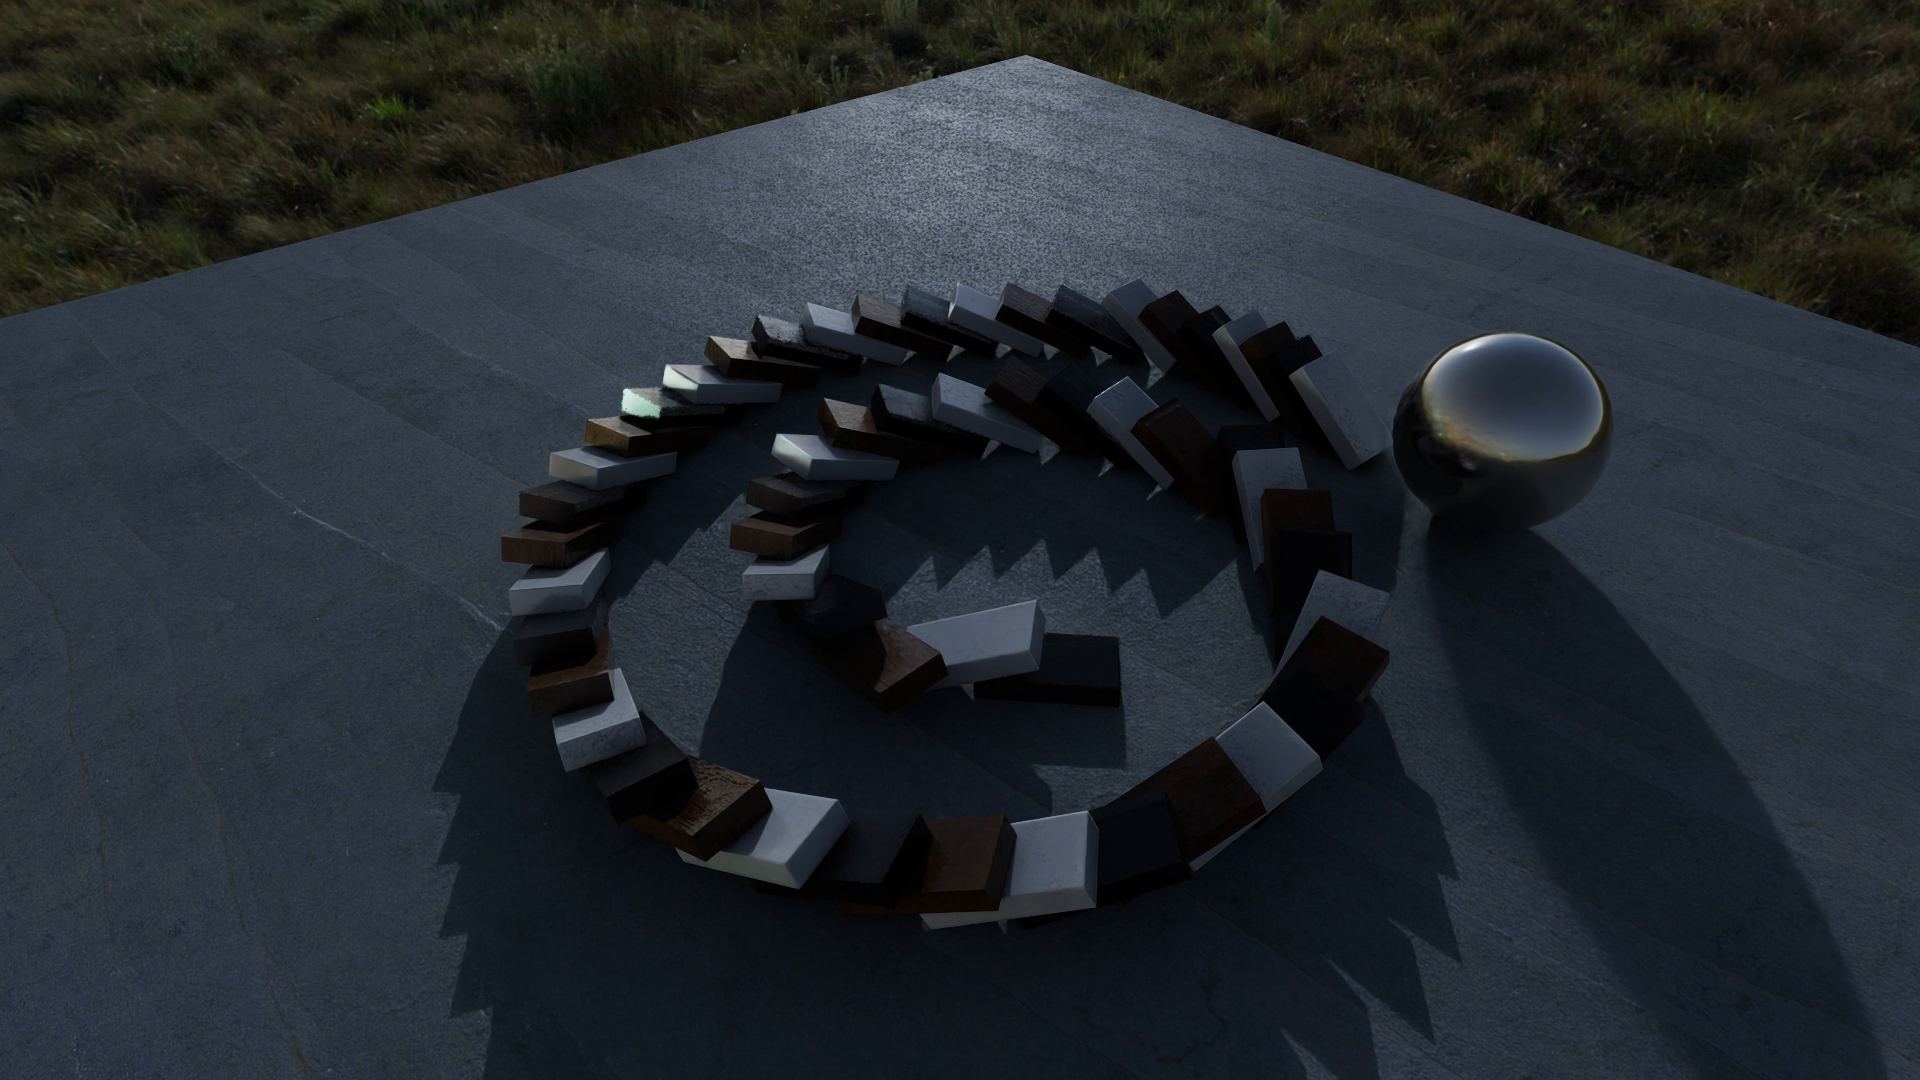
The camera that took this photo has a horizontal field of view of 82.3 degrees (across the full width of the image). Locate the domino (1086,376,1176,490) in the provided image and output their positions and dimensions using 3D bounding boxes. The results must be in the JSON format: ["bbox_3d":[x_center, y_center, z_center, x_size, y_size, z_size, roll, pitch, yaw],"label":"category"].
[{"bbox_3d":[0.082,-0.048,0.485,0.050,0.010,0.025,47,53,12],"label":"domino"}]

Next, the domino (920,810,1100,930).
[{"bbox_3d":[0.014,0.094,0.313,0.050,0.010,0.025,-15,35,21],"label":"domino"}]

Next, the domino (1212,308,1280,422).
[{"bbox_3d":[0.144,-0.083,0.523,0.025,0.009,0.050,-27,83,-29],"label":"domino"}]

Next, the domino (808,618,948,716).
[{"bbox_3d":[-0.029,0.040,0.381,0.025,0.010,0.050,-32,32,-24],"label":"domino"}]

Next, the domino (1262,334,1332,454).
[{"bbox_3d":[0.162,-0.067,0.503,0.025,0.010,0.050,-27,84,-29],"label":"domino"}]

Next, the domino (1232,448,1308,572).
[{"bbox_3d":[0.127,-0.012,0.440,0.025,0.010,0.050,-3,65,-3],"label":"domino"}]

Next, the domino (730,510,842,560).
[{"bbox_3d":[-0.067,-0.004,0.432,0.025,0.010,0.050,11,15,14],"label":"domino"}]

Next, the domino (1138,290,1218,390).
[{"bbox_3d":[0.115,-0.100,0.549,0.025,0.010,0.050,-31,75,-34],"label":"domino"}]

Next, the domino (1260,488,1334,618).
[{"bbox_3d":[0.130,0.005,0.421,0.025,0.009,0.050,2,65,2],"label":"domino"}]

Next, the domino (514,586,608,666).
[{"bbox_3d":[-0.141,0.030,0.392,0.025,0.010,0.050,-9,16,-11],"label":"domino"}]

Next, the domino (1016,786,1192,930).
[{"bbox_3d":[0.039,0.091,0.316,0.050,0.009,0.025,-22,38,13],"label":"domino"}]

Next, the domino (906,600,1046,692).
[{"bbox_3d":[0.004,0.037,0.383,0.050,0.010,0.025,-13,36,20],"label":"domino"}]

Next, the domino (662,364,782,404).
[{"bbox_3d":[-0.111,-0.073,0.518,0.025,0.009,0.050,31,24,32],"label":"domino"}]

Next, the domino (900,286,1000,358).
[{"bbox_3d":[-0.005,-0.112,0.565,0.050,0.010,0.025,18,36,-16],"label":"domino"}]

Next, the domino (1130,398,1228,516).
[{"bbox_3d":[0.100,-0.036,0.472,0.025,0.010,0.050,-31,74,-32],"label":"domino"}]

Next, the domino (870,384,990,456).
[{"bbox_3d":[-0.013,-0.054,0.493,0.050,0.010,0.025,12,33,-25],"label":"domino"}]

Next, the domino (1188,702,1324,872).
[{"bbox_3d":[0.083,0.075,0.336,0.050,0.010,0.025,-37,47,-5],"label":"domino"}]

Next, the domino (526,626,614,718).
[{"bbox_3d":[-0.132,0.044,0.374,0.025,0.009,0.050,-12,17,-14],"label":"domino"}]

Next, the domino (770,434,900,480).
[{"bbox_3d":[-0.053,-0.035,0.469,0.025,0.010,0.050,35,24,35],"label":"domino"}]

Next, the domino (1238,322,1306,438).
[{"bbox_3d":[0.154,-0.075,0.513,0.025,0.009,0.050,-27,84,-29],"label":"domino"}]

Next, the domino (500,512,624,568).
[{"bbox_3d":[-0.154,-0.002,0.430,0.025,0.009,0.050,5,15,6],"label":"domino"}]

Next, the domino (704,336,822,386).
[{"bbox_3d":[-0.095,-0.087,0.533,0.050,0.009,0.025,0,32,-41],"label":"domino"}]

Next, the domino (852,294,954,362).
[{"bbox_3d":[-0.030,-0.108,0.560,0.050,0.009,0.025,15,35,-21],"label":"domino"}]

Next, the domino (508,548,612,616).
[{"bbox_3d":[-0.148,0.015,0.410,0.025,0.009,0.050,-5,15,-6],"label":"domino"}]

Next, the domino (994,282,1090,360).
[{"bbox_3d":[0.044,-0.113,0.566,0.050,0.010,0.025,23,39,-9],"label":"domino"}]

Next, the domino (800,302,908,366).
[{"bbox_3d":[-0.053,-0.104,0.554,0.050,0.009,0.025,11,33,-26],"label":"domino"}]

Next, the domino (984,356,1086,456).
[{"bbox_3d":[0.038,-0.061,0.501,0.050,0.010,0.025,34,42,-1],"label":"domino"}]

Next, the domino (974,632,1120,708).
[{"bbox_3d":[0.031,0.045,0.389,0.050,0.009,0.025,3,39,4],"label":"domino"}]

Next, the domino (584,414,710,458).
[{"bbox_3d":[-0.137,-0.047,0.485,0.025,0.010,0.050,21,20,24],"label":"domino"}]

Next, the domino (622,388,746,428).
[{"bbox_3d":[-0.126,-0.061,0.503,0.025,0.009,0.050,27,23,29],"label":"domino"}]

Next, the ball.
[{"bbox_3d":[0.216,-0.043,0.440,0.080,0.080,0.080,0,39,0],"label":"ball"}]

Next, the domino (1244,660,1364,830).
[{"bbox_3d":[0.101,0.064,0.349,0.050,0.010,0.025,-42,51,-9],"label":"domino"}]

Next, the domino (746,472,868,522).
[{"bbox_3d":[-0.062,-0.019,0.451,0.025,0.010,0.050,19,17,22],"label":"domino"}]

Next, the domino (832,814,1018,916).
[{"bbox_3d":[-0.011,0.093,0.314,0.050,0.010,0.025,-11,34,26],"label":"domino"}]

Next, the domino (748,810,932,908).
[{"bbox_3d":[-0.035,0.091,0.317,0.050,0.010,0.025,-6,33,32],"label":"domino"}]

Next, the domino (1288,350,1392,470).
[{"bbox_3d":[0.171,-0.058,0.493,0.025,0.009,0.050,-27,84,-29],"label":"domino"}]

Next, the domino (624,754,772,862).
[{"bbox_3d":[-0.082,0.079,0.331,0.050,0.010,0.025,3,31,46],"label":"domino"}]

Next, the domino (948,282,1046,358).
[{"bbox_3d":[0.019,-0.113,0.566,0.050,0.010,0.025,21,38,-13],"label":"domino"}]

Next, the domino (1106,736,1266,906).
[{"bbox_3d":[0.062,0.083,0.326,0.050,0.009,0.025,-33,44,0],"label":"domino"}]

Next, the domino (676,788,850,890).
[{"bbox_3d":[-0.059,0.086,0.323,0.050,0.010,0.025,-2,32,38],"label":"domino"}]

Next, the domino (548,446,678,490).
[{"bbox_3d":[-0.147,-0.033,0.468,0.025,0.009,0.050,17,18,20],"label":"domino"}]

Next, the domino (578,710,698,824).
[{"bbox_3d":[-0.103,0.070,0.343,0.025,0.010,0.050,-24,20,-26],"label":"domino"}]

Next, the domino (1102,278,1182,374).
[{"bbox_3d":[0.098,-0.109,0.560,0.025,0.010,0.050,-30,74,-34],"label":"domino"}]

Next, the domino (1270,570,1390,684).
[{"bbox_3d":[0.128,0.037,0.382,0.025,0.009,0.050,21,69,23],"label":"domino"}]

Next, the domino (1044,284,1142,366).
[{"bbox_3d":[0.070,-0.110,0.563,0.050,0.010,0.025,26,41,-4],"label":"domino"}]

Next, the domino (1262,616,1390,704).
[{"bbox_3d":[0.117,0.052,0.364,0.025,0.010,0.050,32,74,32],"label":"domino"}]

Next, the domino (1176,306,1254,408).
[{"bbox_3d":[0.132,-0.090,0.536,0.025,0.010,0.050,-28,73,-30],"label":"domino"}]

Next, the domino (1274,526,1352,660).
[{"bbox_3d":[0.129,0.020,0.403,0.025,0.010,0.050,6,65,7],"label":"domino"}]

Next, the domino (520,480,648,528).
[{"bbox_3d":[-0.153,-0.017,0.449,0.025,0.009,0.050,12,16,14],"label":"domino"}]

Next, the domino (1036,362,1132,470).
[{"bbox_3d":[0.061,-0.056,0.495,0.050,0.010,0.025,42,48,7],"label":"domino"}]

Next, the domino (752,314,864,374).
[{"bbox_3d":[-0.076,-0.097,0.546,0.050,0.010,0.025,8,32,-31],"label":"domino"}]

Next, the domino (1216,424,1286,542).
[{"bbox_3d":[0.124,-0.024,0.456,0.025,0.009,0.050,-2,65,-3],"label":"domino"}]

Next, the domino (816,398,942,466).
[{"bbox_3d":[-0.036,-0.048,0.485,0.050,0.010,0.025,9,32,-30],"label":"domino"}]

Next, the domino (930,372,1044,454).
[{"bbox_3d":[0.012,-0.057,0.498,0.050,0.010,0.025,17,36,-17],"label":"domino"}]

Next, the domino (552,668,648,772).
[{"bbox_3d":[-0.119,0.057,0.358,0.025,0.009,0.050,-17,18,-20],"label":"domino"}]

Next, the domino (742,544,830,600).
[{"bbox_3d":[-0.064,0.011,0.412,0.025,0.010,0.050,-1,12,0],"label":"domino"}]

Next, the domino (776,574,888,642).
[{"bbox_3d":[-0.047,0.023,0.396,0.025,0.009,0.050,-19,13,-22],"label":"domino"}]
